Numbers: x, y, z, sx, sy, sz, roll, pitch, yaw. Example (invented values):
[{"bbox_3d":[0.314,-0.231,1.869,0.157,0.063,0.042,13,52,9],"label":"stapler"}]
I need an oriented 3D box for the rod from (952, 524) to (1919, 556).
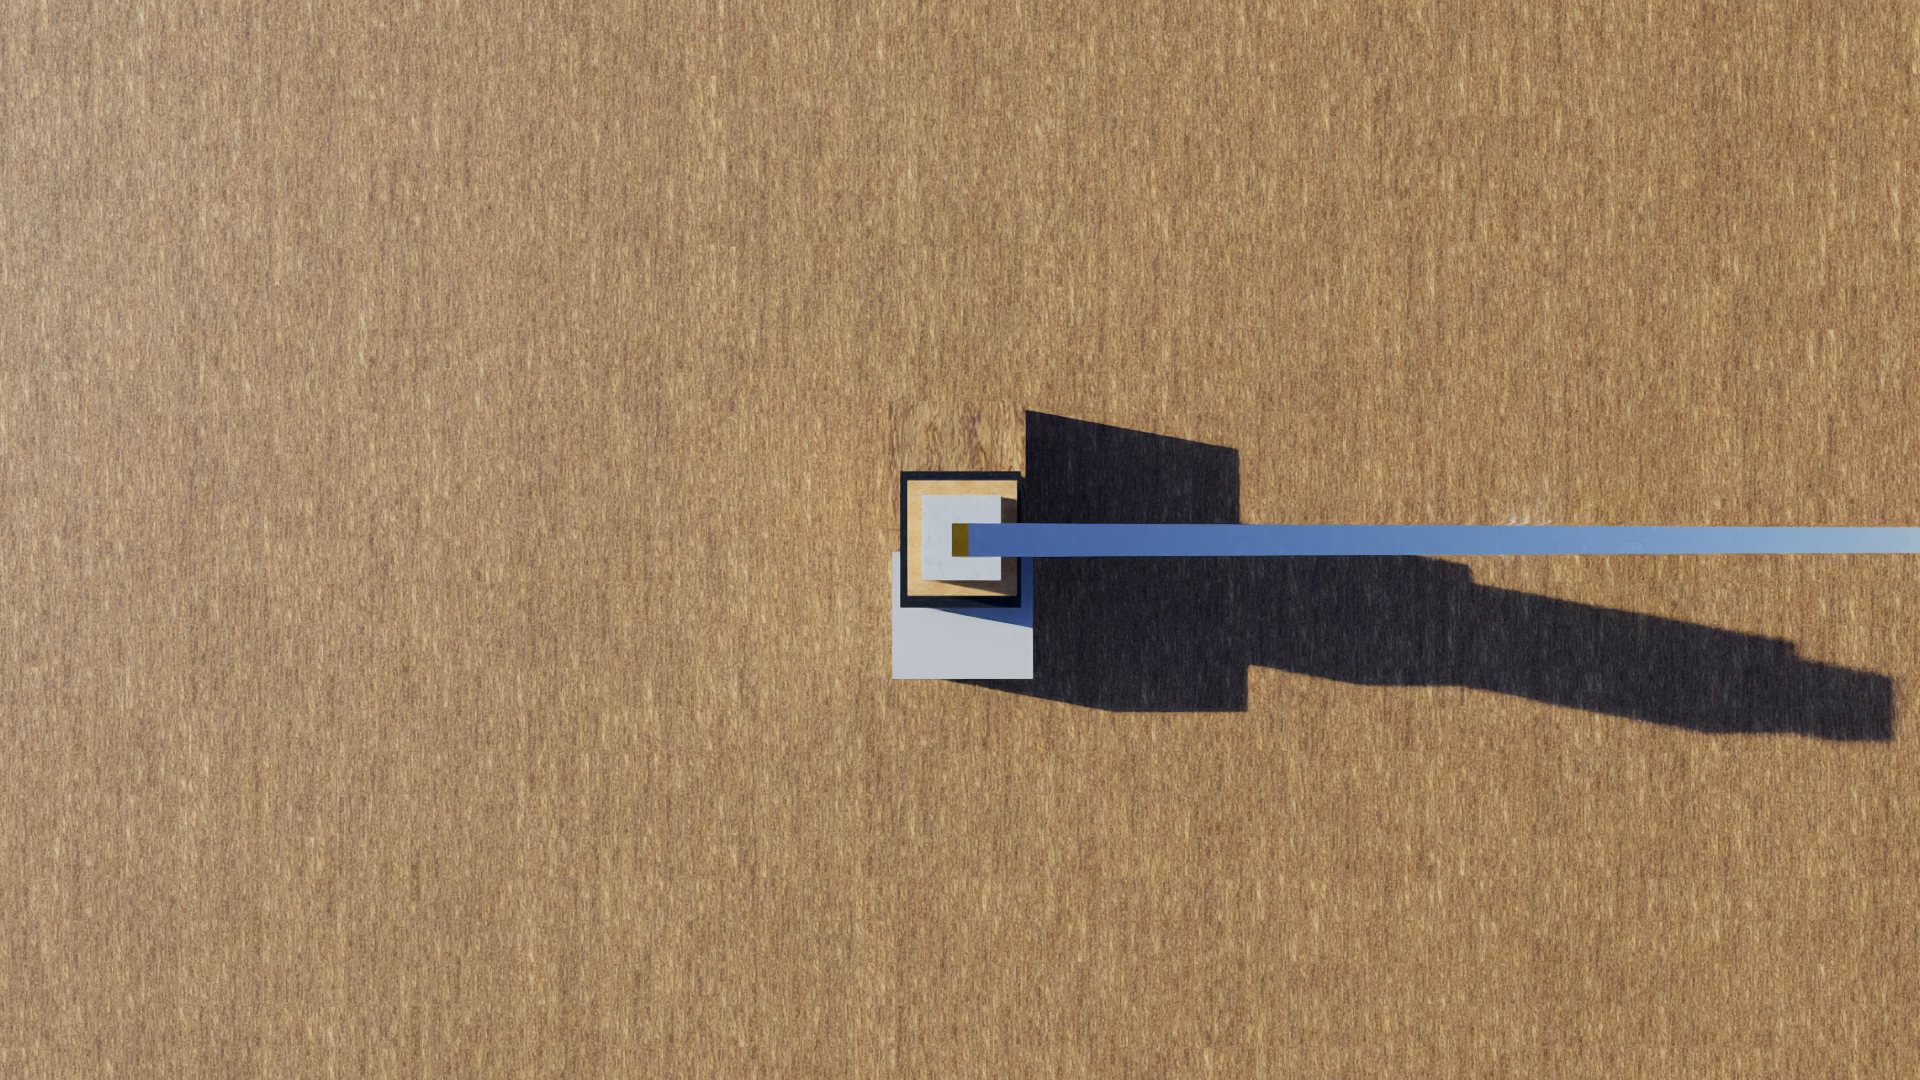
[{"bbox_3d":[2.234,0.000,6.586,5.200,0.080,0.080,0,90,-31],"label":"rod"}]

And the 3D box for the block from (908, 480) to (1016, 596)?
[{"bbox_3d":[0.010,-0.008,10.749,0.521,0.582,0.548,0,90,0],"label":"block"}]

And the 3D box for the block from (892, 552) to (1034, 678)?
[{"bbox_3d":[0.015,0.421,12.648,0.788,0.703,0.710,0,90,0],"label":"block"}]

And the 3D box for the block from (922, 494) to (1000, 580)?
[{"bbox_3d":[0.007,-0.011,10.276,0.362,0.366,0.393,0,90,0],"label":"block"}]

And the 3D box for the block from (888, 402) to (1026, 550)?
[{"bbox_3d":[-0.016,-0.360,12.650,0.766,0.700,0.832,0,90,0],"label":"block"}]

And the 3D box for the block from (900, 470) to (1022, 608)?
[{"bbox_3d":[0.004,-0.002,11.913,0.634,0.767,0.717,0,90,0],"label":"block"}]
